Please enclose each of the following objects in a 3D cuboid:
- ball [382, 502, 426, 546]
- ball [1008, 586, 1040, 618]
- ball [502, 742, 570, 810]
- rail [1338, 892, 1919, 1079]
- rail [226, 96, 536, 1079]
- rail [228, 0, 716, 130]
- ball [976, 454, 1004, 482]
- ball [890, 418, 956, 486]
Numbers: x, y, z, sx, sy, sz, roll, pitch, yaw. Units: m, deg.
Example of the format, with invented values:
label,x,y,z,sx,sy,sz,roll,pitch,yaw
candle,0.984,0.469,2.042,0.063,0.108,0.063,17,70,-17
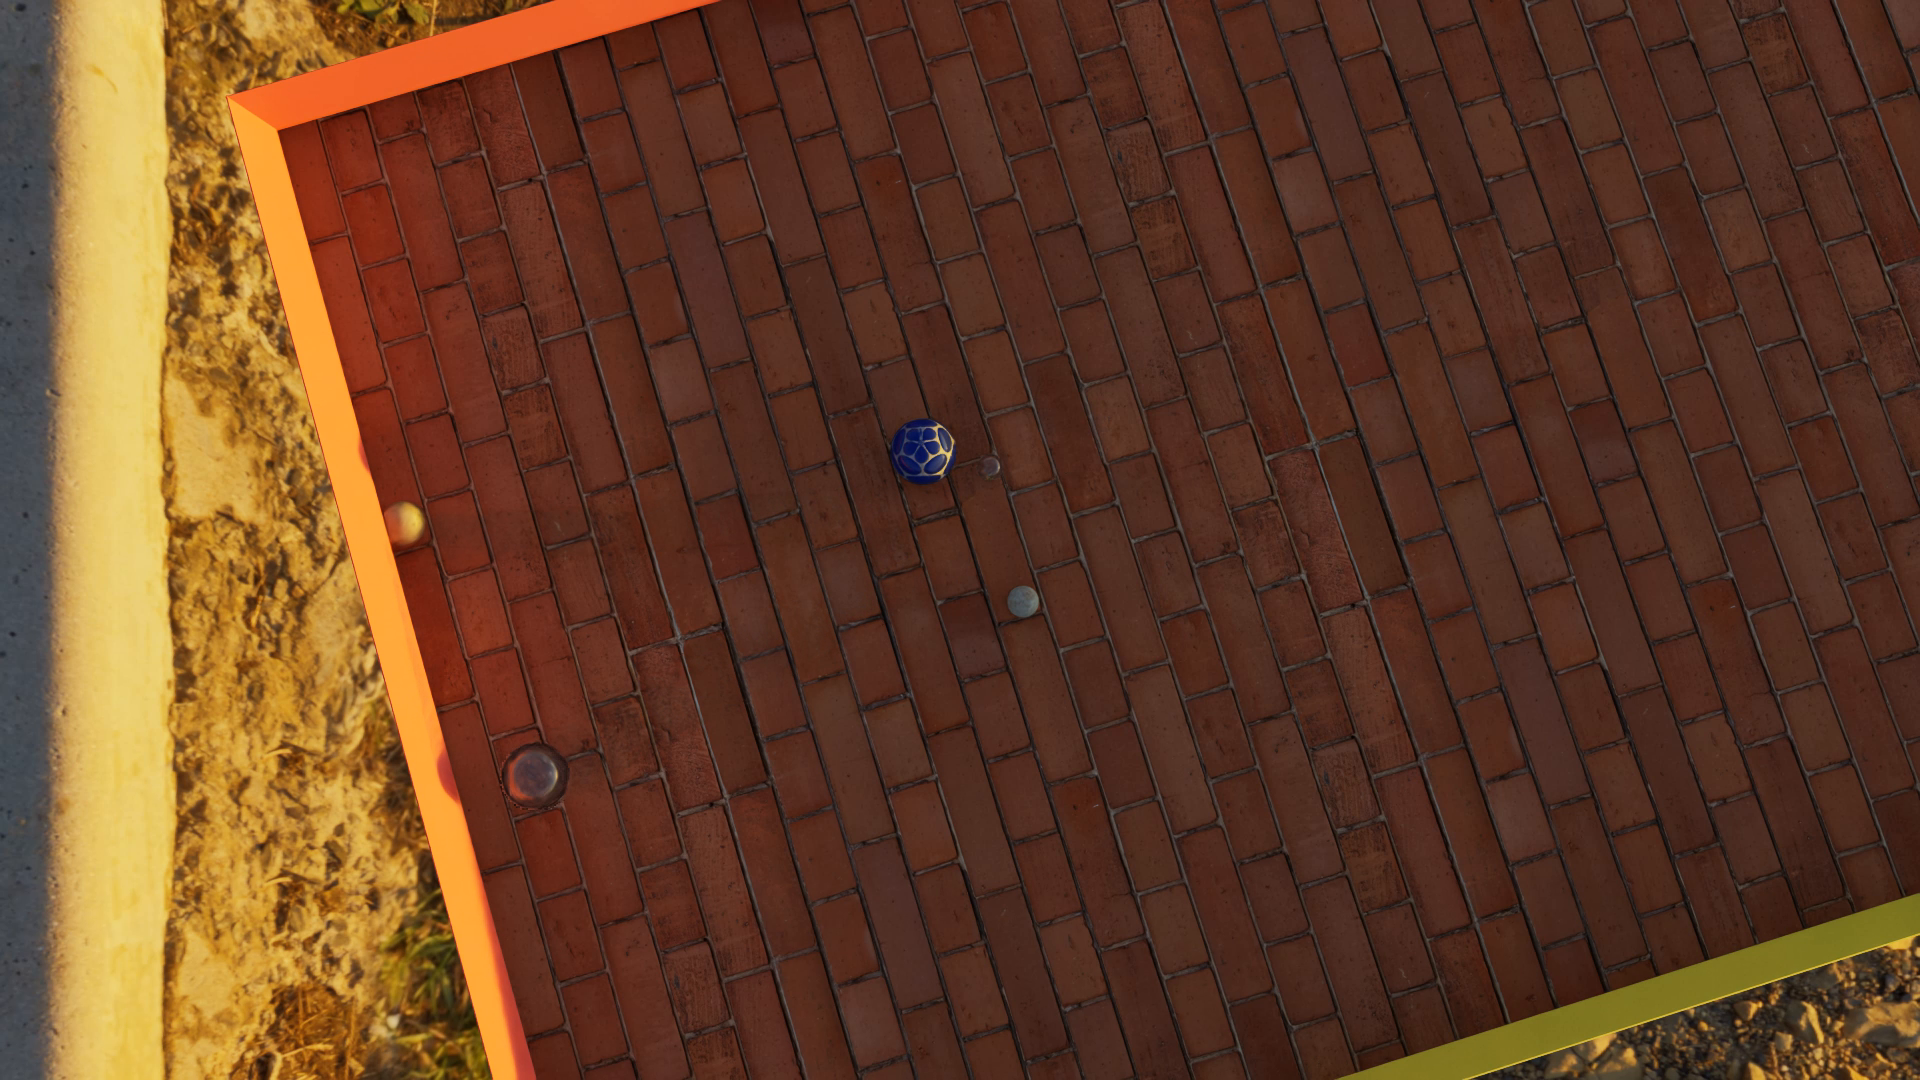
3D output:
label,x,y,z,sx,sy,sz,roll,pitch,yaw
ball,-0.830,-0.024,3.276,0.065,0.065,0.065,0,81,0
ball,0.094,0.091,3.267,0.048,0.048,0.048,0,81,0
ball,-0.618,0.344,3.205,0.097,0.097,0.097,0,81,0
rail,1.087,0.620,3.146,3.406,0.129,0.045,-17,82,-3
rail,-0.791,0.238,3.203,0.045,0.129,1.897,-17,82,-3
rail,0.540,-1.127,3.408,3.406,0.129,0.045,-17,82,-3
ball,0.045,-0.109,3.301,0.041,0.041,0.041,0,81,0
ball,-0.054,-0.132,3.275,0.099,0.099,0.099,0,81,0
